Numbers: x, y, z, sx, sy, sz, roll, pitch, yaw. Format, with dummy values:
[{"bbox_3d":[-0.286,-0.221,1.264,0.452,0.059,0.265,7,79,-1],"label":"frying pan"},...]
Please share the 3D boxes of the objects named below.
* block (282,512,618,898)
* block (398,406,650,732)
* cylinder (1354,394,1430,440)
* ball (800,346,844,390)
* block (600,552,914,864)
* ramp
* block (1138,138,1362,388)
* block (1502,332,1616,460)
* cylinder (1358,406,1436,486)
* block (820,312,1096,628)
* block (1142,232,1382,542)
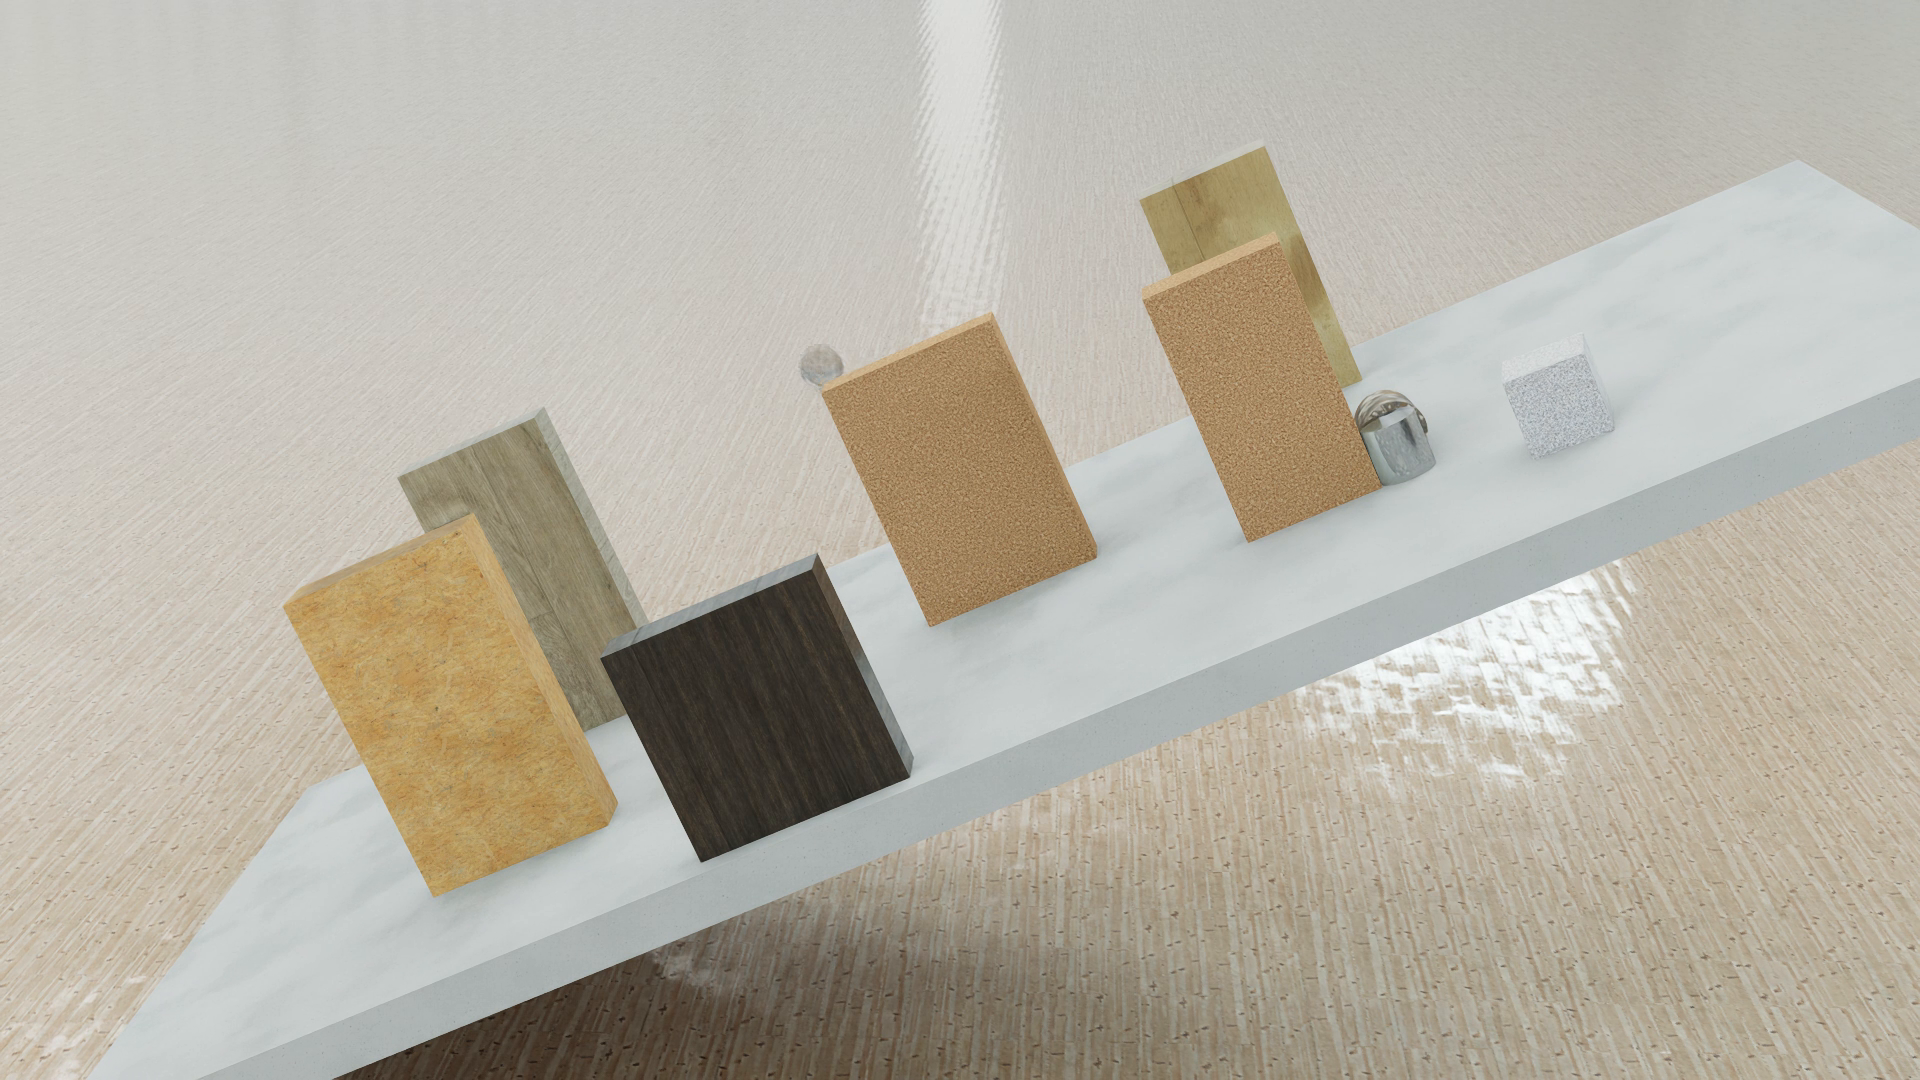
[{"bbox_3d":[-1.031,0.339,5.988,0.400,0.678,0.134,-23,13,8],"label":"block"},{"bbox_3d":[-0.969,0.093,6.779,0.349,0.715,0.122,-23,13,8],"label":"block"},{"bbox_3d":[0.878,-0.231,5.998,0.130,0.130,0.130,-2,6,-6],"label":"cylinder"},{"bbox_3d":[-0.595,-0.741,12.637,0.187,0.187,0.187,0,15,0],"label":"ball"},{"bbox_3d":[-0.371,0.311,5.434,0.427,0.433,0.115,-23,13,8],"label":"block"},{"bbox_3d":[0.132,0.170,6.284,4.000,0.100,2.000,-23,13,8],"label":"ramp"},{"bbox_3d":[0.669,-0.587,6.781,0.308,0.587,0.136,-23,13,8],"label":"block"},{"bbox_3d":[1.142,-0.276,5.616,0.162,0.162,0.162,-21,13,16],"label":"block"},{"bbox_3d":[0.872,-0.187,5.860,0.118,0.118,0.118,-23,13,6],"label":"cylinder"},{"bbox_3d":[0.001,-0.149,6.306,0.393,0.563,0.104,-23,13,8],"label":"block"},{"bbox_3d":[0.602,-0.304,5.875,0.289,0.538,0.132,-23,13,8],"label":"block"}]
